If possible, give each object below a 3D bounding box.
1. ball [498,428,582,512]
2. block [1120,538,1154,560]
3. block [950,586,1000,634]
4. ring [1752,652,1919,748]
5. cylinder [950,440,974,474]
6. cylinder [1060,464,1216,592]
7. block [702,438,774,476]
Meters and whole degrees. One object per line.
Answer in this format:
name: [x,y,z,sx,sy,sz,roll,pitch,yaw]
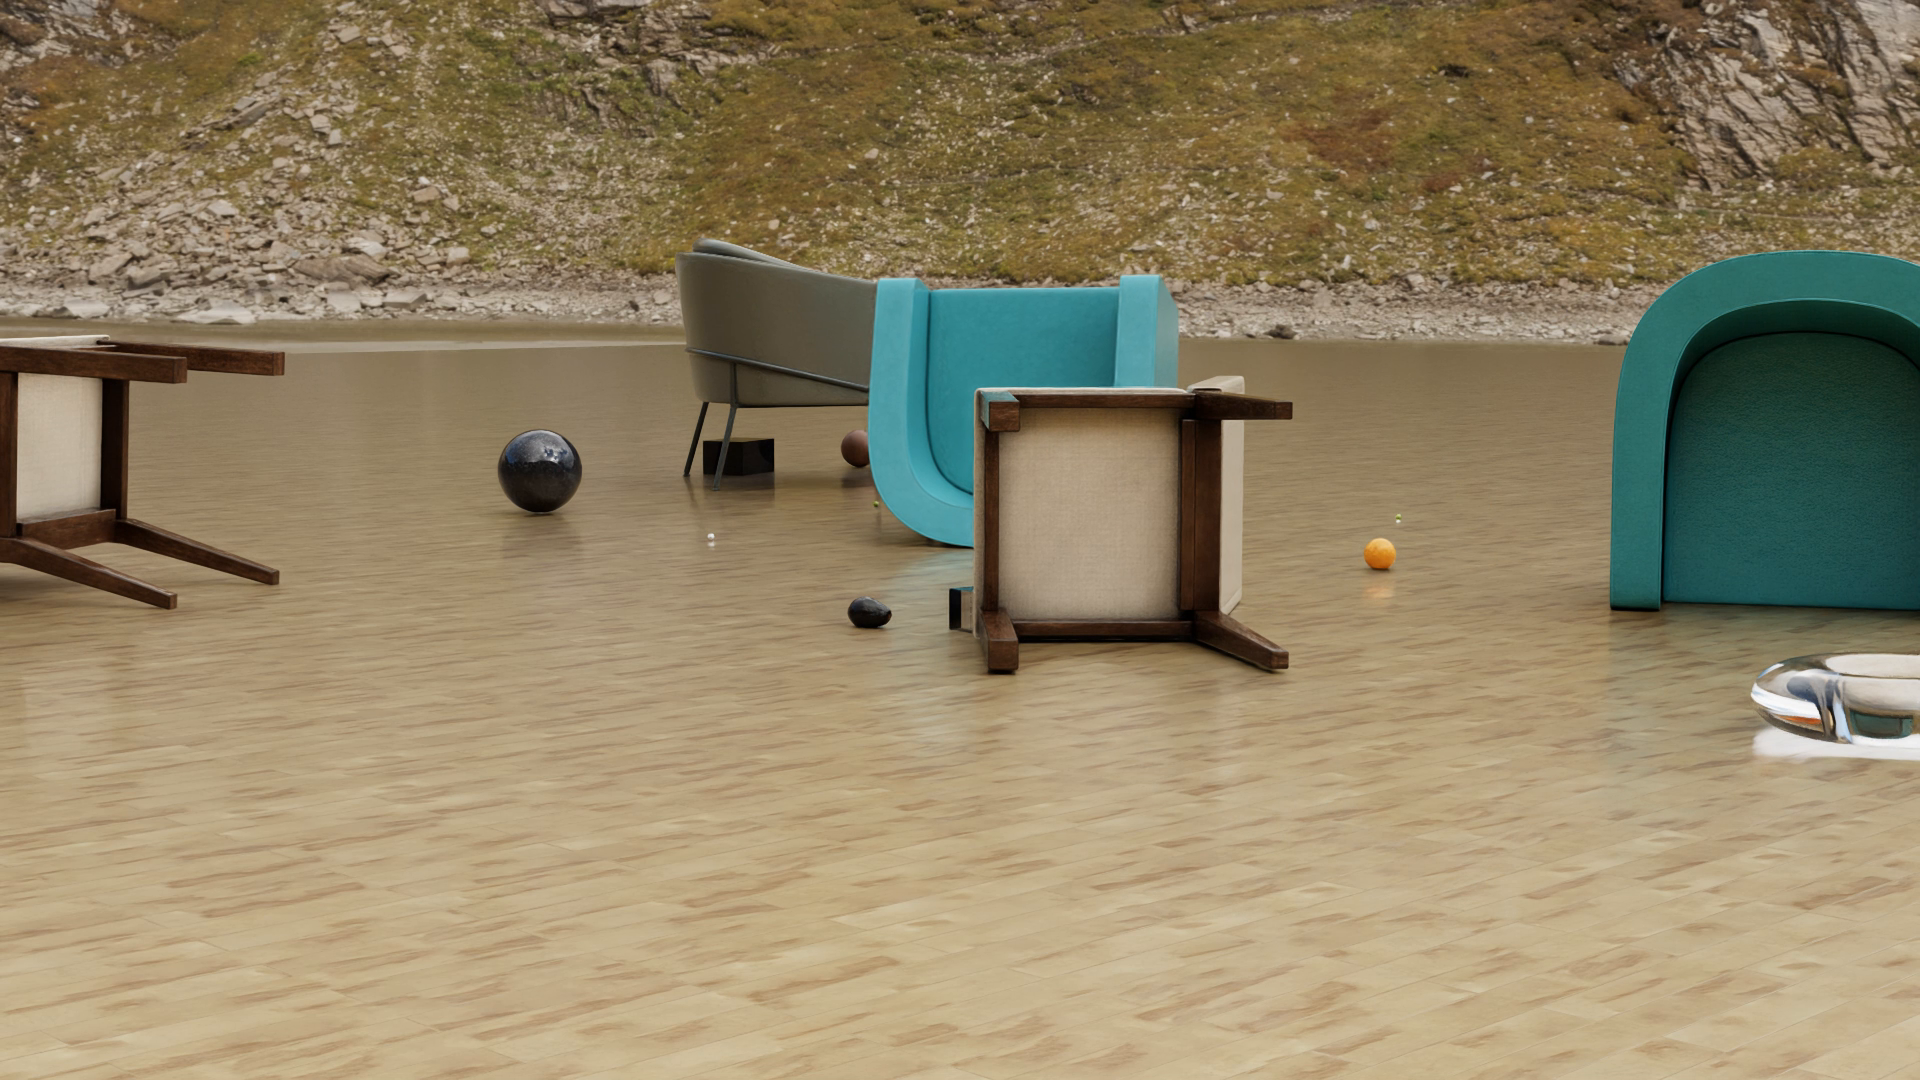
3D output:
ball: [-1.169,-0.192,7.138,0.234,0.234,0.234,0,6,0]
block: [0.414,0.020,6.013,0.060,0.042,0.085,-1,6,-10]
block: [0.027,0.129,4.780,0.064,0.077,0.072,-4,7,-37]
ring: [1.348,0.230,3.706,0.394,0.099,0.348,2,7,25]
cylinder: [0.006,-0.278,8.561,0.063,0.113,0.111,1,17,9]
cylinder: [0.365,-0.023,5.301,0.308,0.289,0.191,0,30,-1]
block: [-0.741,-0.281,8.595,0.153,0.111,0.209,3,7,26]
